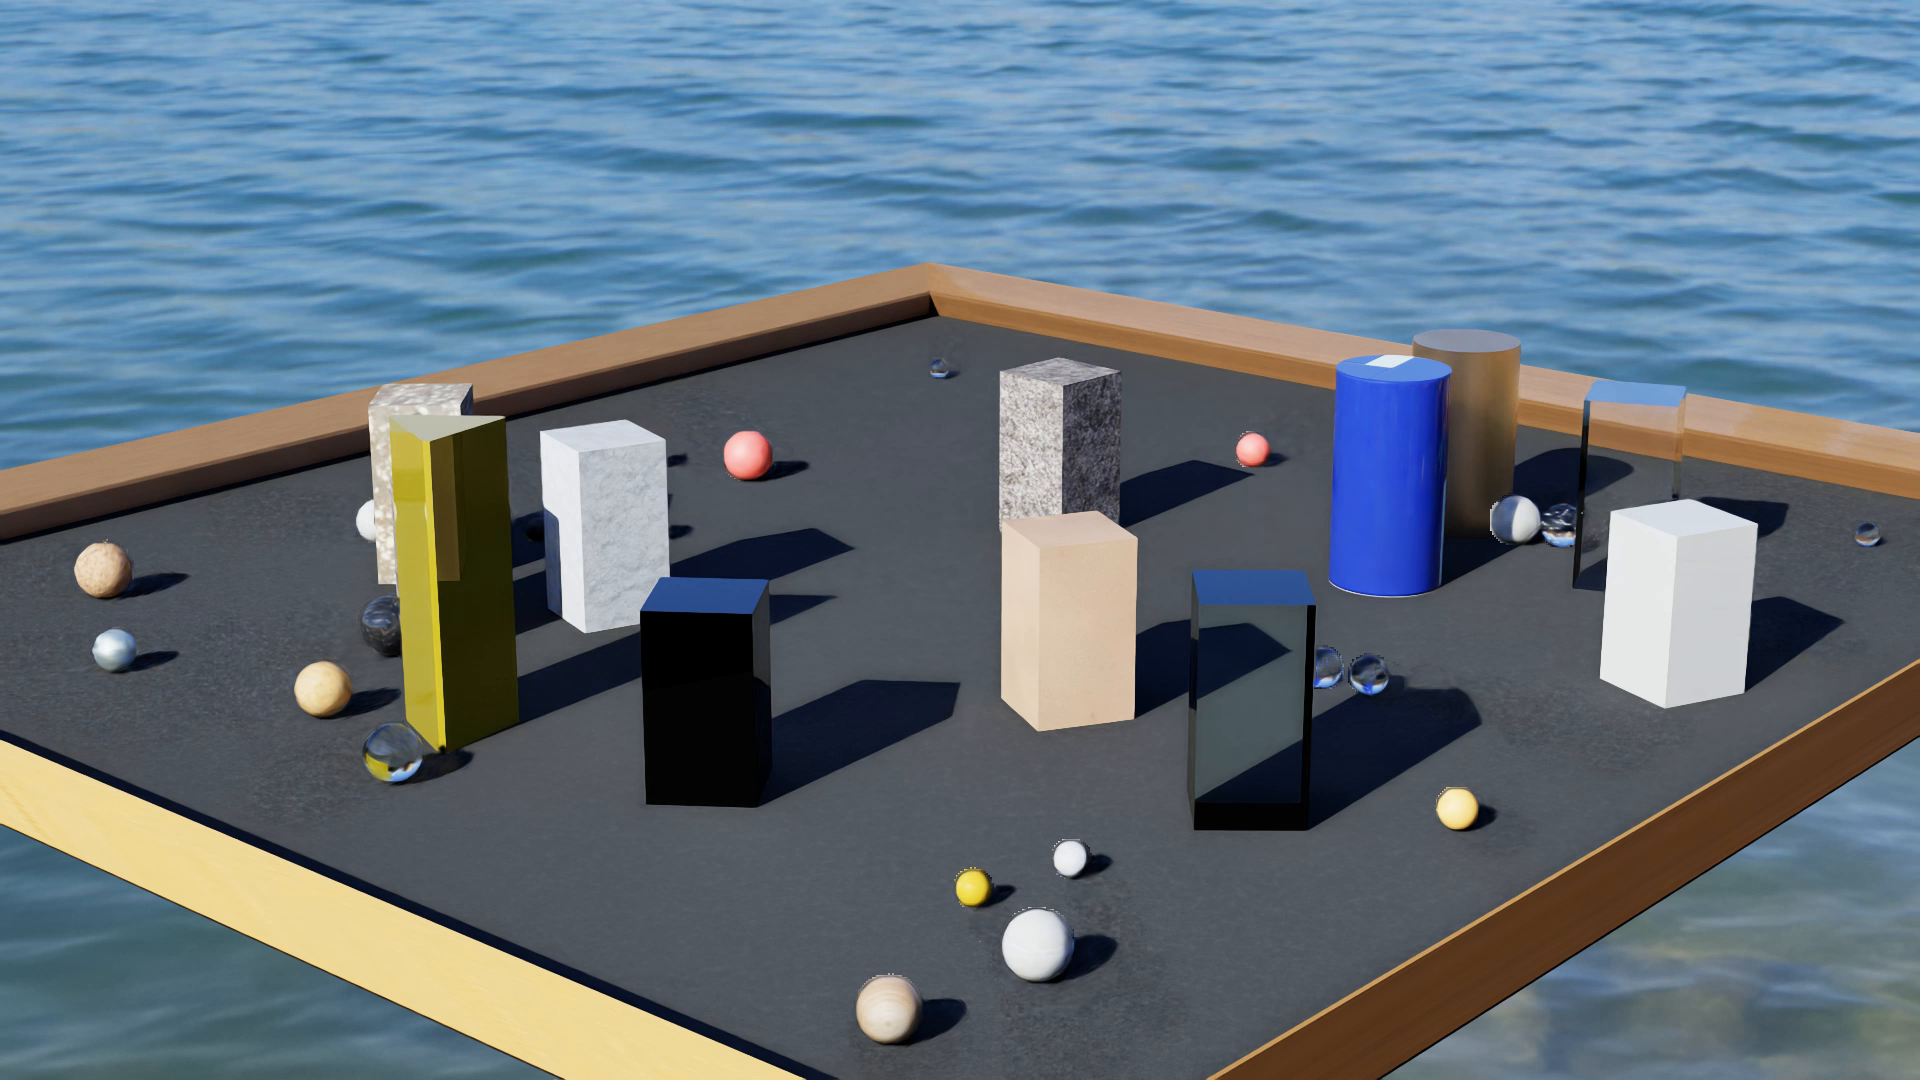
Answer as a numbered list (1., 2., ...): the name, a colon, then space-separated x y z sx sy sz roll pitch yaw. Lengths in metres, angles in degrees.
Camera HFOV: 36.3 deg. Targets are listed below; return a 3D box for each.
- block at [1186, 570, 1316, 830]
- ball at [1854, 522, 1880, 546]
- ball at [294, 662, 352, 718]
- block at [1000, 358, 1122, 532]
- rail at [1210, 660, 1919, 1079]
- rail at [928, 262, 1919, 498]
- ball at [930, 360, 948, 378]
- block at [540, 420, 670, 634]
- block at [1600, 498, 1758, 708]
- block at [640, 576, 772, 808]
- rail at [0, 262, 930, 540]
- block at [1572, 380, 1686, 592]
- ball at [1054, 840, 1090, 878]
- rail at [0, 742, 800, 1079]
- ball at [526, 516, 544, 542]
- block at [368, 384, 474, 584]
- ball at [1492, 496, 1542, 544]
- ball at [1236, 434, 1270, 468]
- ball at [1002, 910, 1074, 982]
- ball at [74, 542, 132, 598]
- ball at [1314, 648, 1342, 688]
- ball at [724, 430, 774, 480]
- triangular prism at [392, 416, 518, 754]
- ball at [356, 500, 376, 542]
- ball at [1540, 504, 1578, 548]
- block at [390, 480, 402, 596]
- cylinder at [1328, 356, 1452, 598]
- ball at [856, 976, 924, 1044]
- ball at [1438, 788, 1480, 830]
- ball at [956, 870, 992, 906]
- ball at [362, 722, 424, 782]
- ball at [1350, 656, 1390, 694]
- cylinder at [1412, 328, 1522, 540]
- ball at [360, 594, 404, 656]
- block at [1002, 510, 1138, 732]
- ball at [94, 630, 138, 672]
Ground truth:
1. block: 0.408 0.225 4.133 0.159 0.332 0.159 0 17 1
2. ball: 1.674 -0.010 5.411 0.045 0.045 0.045 0 17 0
3. ball: -0.985 0.231 4.538 0.087 0.087 0.087 0 17 0
4. block: 0.187 -0.165 5.469 0.159 0.308 0.159 16 23 43
5. rail: 1.165 0.324 4.151 0.045 0.129 3.369 14 22 39
6. rail: 1.089 -0.329 6.321 3.133 0.129 0.045 14 22 39
7. ball: -0.048 -0.389 6.671 0.044 0.044 0.044 0 17 0
8. block: -0.603 -0.025 4.993 0.159 0.315 0.159 -10 19 -29
9. block: 1.136 0.099 4.643 0.159 0.280 0.159 -8 19 -25
10. block: -0.363 0.218 4.225 0.159 0.292 0.159 1 17 5
11. rail: -1.165 -0.259 6.088 0.045 0.129 3.369 14 22 39
12. block: 1.180 -0.092 5.169 0.159 0.342 0.159 6 18 18
13. ball: 0.150 0.429 3.945 0.049 0.049 0.049 0 17 0
14. rail: -1.089 0.394 3.919 3.133 0.129 0.045 14 22 39
15. ball: -0.784 -0.020 5.442 0.046 0.046 0.046 0 17 0
16. block: -0.952 -0.101 5.227 0.159 0.326 0.159 0 17 -1
17. ball: 1.029 -0.037 5.421 0.090 0.090 0.090 0 17 0
18. ball: 0.594 -0.182 5.940 0.068 0.068 0.068 0 17 0
19. ball: 0.097 0.503 3.632 0.089 0.089 0.089 0 17 0
20. ball: -1.492 0.053 5.111 0.097 0.097 0.097 0 17 0
21. ball: 0.576 0.204 4.666 0.065 0.065 0.065 0 17 0
22. ball: -0.422 -0.169 5.844 0.099 0.099 0.099 0 17 0
23. triangular prism: -0.791 0.056 4.429 0.149 0.484 0.172 11 20 31
24. ball: -1.076 -0.035 5.429 0.082 0.082 0.082 0 17 0
25. ball: 1.111 -0.026 5.404 0.080 0.080 0.080 0 17 0
26. block: -0.853 0.030 4.924 0.159 0.249 0.159 -7 18 -22
27. cylinder: 0.756 -0.114 5.161 0.199 0.387 0.199 0 17 0
28. ball: -0.083 0.556 3.470 0.079 0.079 0.079 0 17 0
29. ball: 0.697 0.377 4.103 0.058 0.058 0.058 0 17 0
30. ball: 0.018 0.458 3.852 0.048 0.048 0.048 0 17 0
31. ball: -0.827 0.310 4.274 0.087 0.087 0.087 0 17 0
32. ball: 0.648 0.214 4.637 0.062 0.062 0.062 0 17 0
33. cylinder: 0.943 -0.201 5.504 0.199 0.356 0.199 0 17 0
34. ball: -0.934 0.139 4.816 0.100 0.100 0.100 0 17 0
35. block: 0.167 0.123 4.539 0.159 0.292 0.159 -6 18 -19
36. ball: -1.367 0.179 4.744 0.069 0.069 0.069 0 17 0
